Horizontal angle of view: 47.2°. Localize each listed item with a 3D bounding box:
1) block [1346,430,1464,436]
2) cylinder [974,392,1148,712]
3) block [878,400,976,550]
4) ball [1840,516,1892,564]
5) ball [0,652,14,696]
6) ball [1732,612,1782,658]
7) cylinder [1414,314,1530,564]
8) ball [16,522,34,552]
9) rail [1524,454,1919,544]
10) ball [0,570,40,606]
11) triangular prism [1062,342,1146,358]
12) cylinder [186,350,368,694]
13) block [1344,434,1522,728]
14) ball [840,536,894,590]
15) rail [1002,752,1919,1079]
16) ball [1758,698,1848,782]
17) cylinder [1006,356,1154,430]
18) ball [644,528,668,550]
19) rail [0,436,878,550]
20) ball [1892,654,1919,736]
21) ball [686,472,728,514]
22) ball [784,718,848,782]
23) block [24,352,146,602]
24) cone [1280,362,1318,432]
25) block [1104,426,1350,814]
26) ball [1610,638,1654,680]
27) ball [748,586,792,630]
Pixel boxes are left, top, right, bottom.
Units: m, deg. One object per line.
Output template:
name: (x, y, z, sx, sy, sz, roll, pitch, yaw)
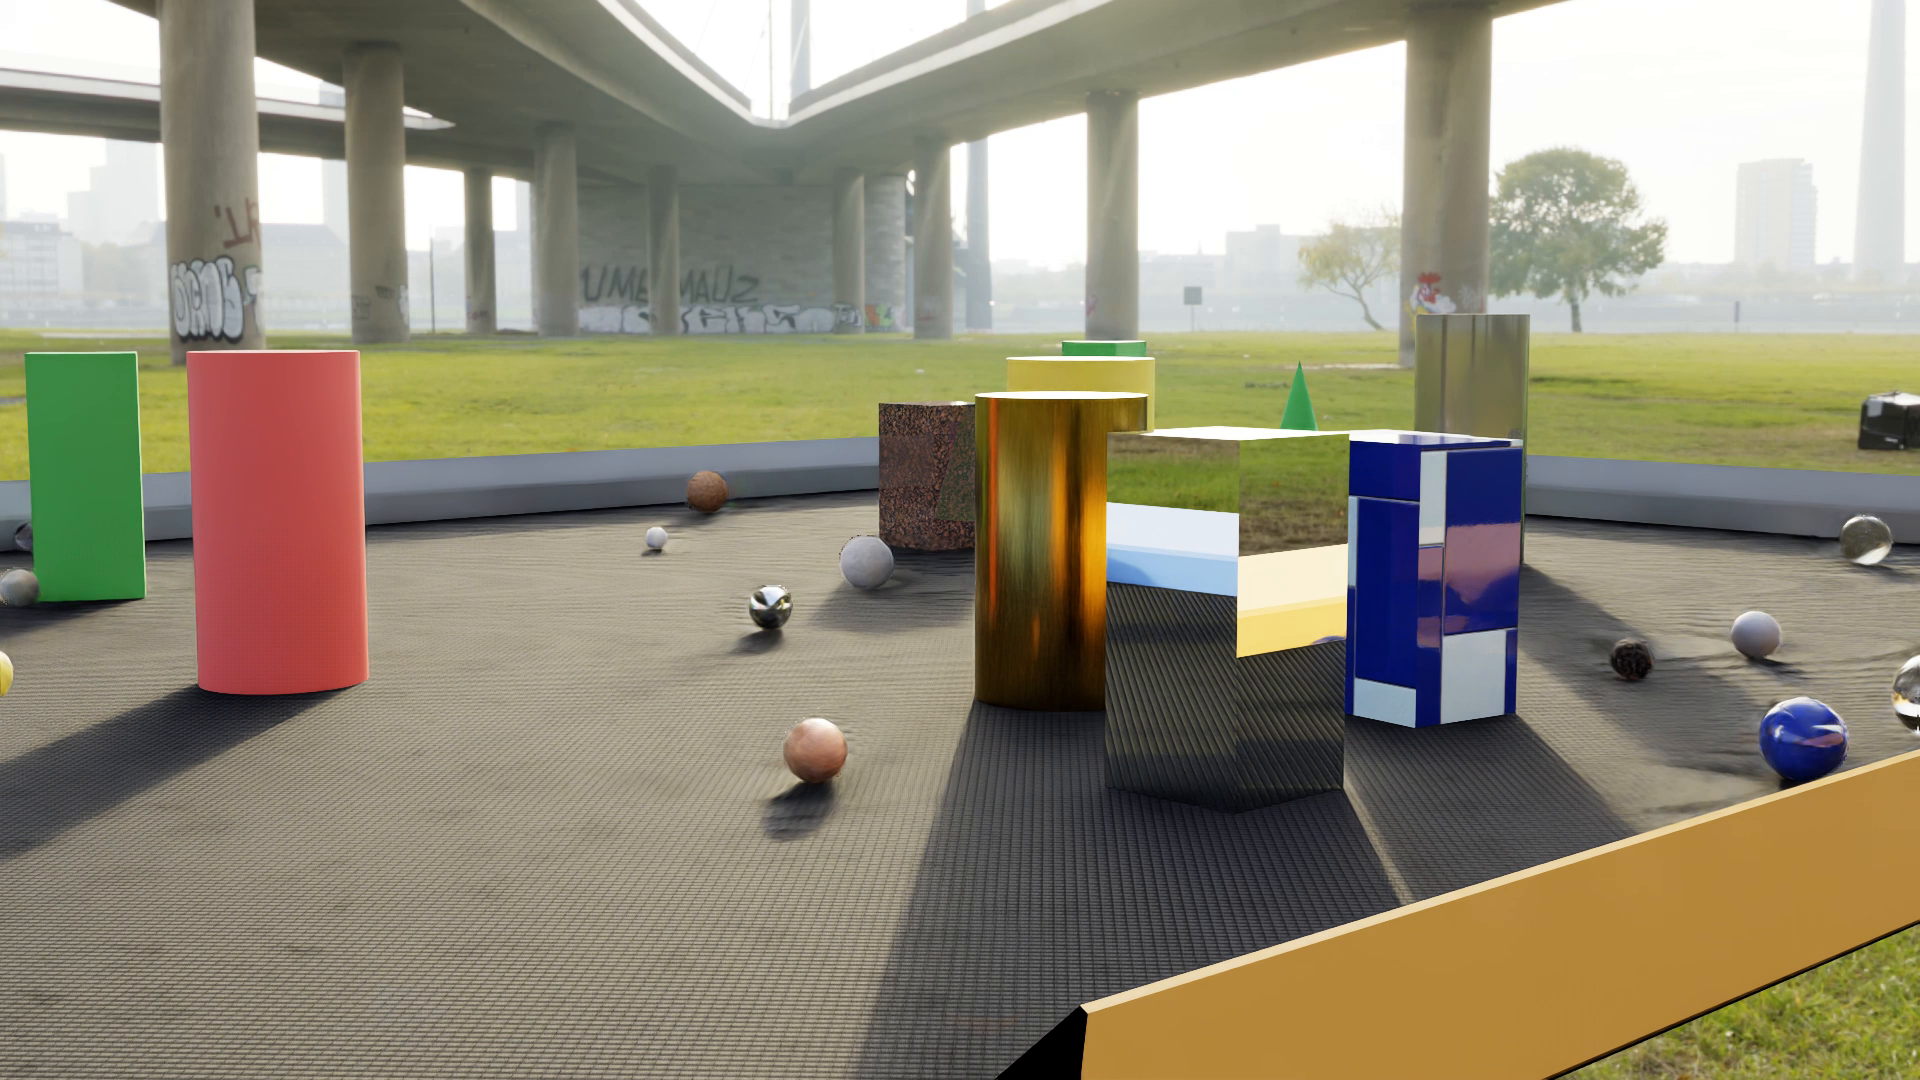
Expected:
block: (0.525, 0.012, 2.769, 0.157, 0.290, 0.157, -3, 7, -30)
cylinder: (0.115, 0.008, 2.526, 0.197, 0.348, 0.197, 0, 6, 0)
block: (-0.043, -0.125, 4.181, 0.157, 0.269, 0.157, -5, 8, -42)
ball: (1.591, 0.000, 3.861, 0.086, 0.086, 0.086, 0, 6, 0)
ball: (-1.115, 0.153, 2.515, 0.061, 0.061, 0.061, 0, 6, 0)
ball: (1.021, 0.122, 2.819, 0.061, 0.061, 0.061, 0, 6, 0)
cylinder: (0.903, -0.180, 3.893, 0.197, 0.438, 0.197, 0, 6, 0)
ball: (-1.712, -0.005, 4.055, 0.056, 0.056, 0.056, 0, 6, 0)
rail: (1.405, -0.101, 4.622, 0.045, 0.128, 3.516, -5, 8, -42)
ball: (-1.417, 0.073, 3.315, 0.056, 0.056, 0.056, 0, 6, 0)
triangular prism: (0.319, -0.215, 4.497, 0.148, 0.381, 0.170, -4, 7, -33)
cylinder: (-0.815, -0.027, 2.633, 0.197, 0.396, 0.197, 0, 6, 0)
block: (0.507, 0.039, 2.445, 0.157, 0.303, 0.157, -4, 7, -34)
ball: (-0.148, 0.037, 3.513, 0.085, 0.085, 0.085, 0, 6, 0)
rail: (1.176, 0.166, 2.064, 3.872, 0.128, 0.045, -5, 8, -42)
ball: (0.800, 0.189, 2.086, 0.079, 0.079, 0.079, 0, 6, 0)
cylinder: (0.160, -0.051, 2.936, 0.197, 0.381, 0.197, 0, 6, 0)
ball: (-0.567, -0.003, 4.100, 0.042, 0.042, 0.042, 0, 6, 0)
rail: (-1.176, -0.099, 4.599, 3.872, 0.128, 0.045, -5, 8, -42)
ball: (1.015, 0.161, 2.271, 0.096, 0.096, 0.096, 0, 6, 0)
ball: (-0.559, -0.105, 4.843, 0.092, 0.092, 0.092, 0, 6, 0)
ball: (-0.137, 0.199, 2.079, 0.060, 0.060, 0.060, 0, 6, 0)
block: (-1.366, -0.103, 3.443, 0.157, 0.379, 0.157, -2, 6, -20)
cone: (0.629, -0.158, 4.088, 0.197, 0.353, 0.197, 0, 6, 0)
block: (0.247, 0.066, 2.042, 0.157, 0.332, 0.157, -6, 8, -43)
ball: (0.813, 0.143, 2.658, 0.051, 0.051, 0.051, 0, 6, 0)
ball: (-0.264, 0.095, 3.070, 0.061, 0.061, 0.061, 0, 6, 0)
